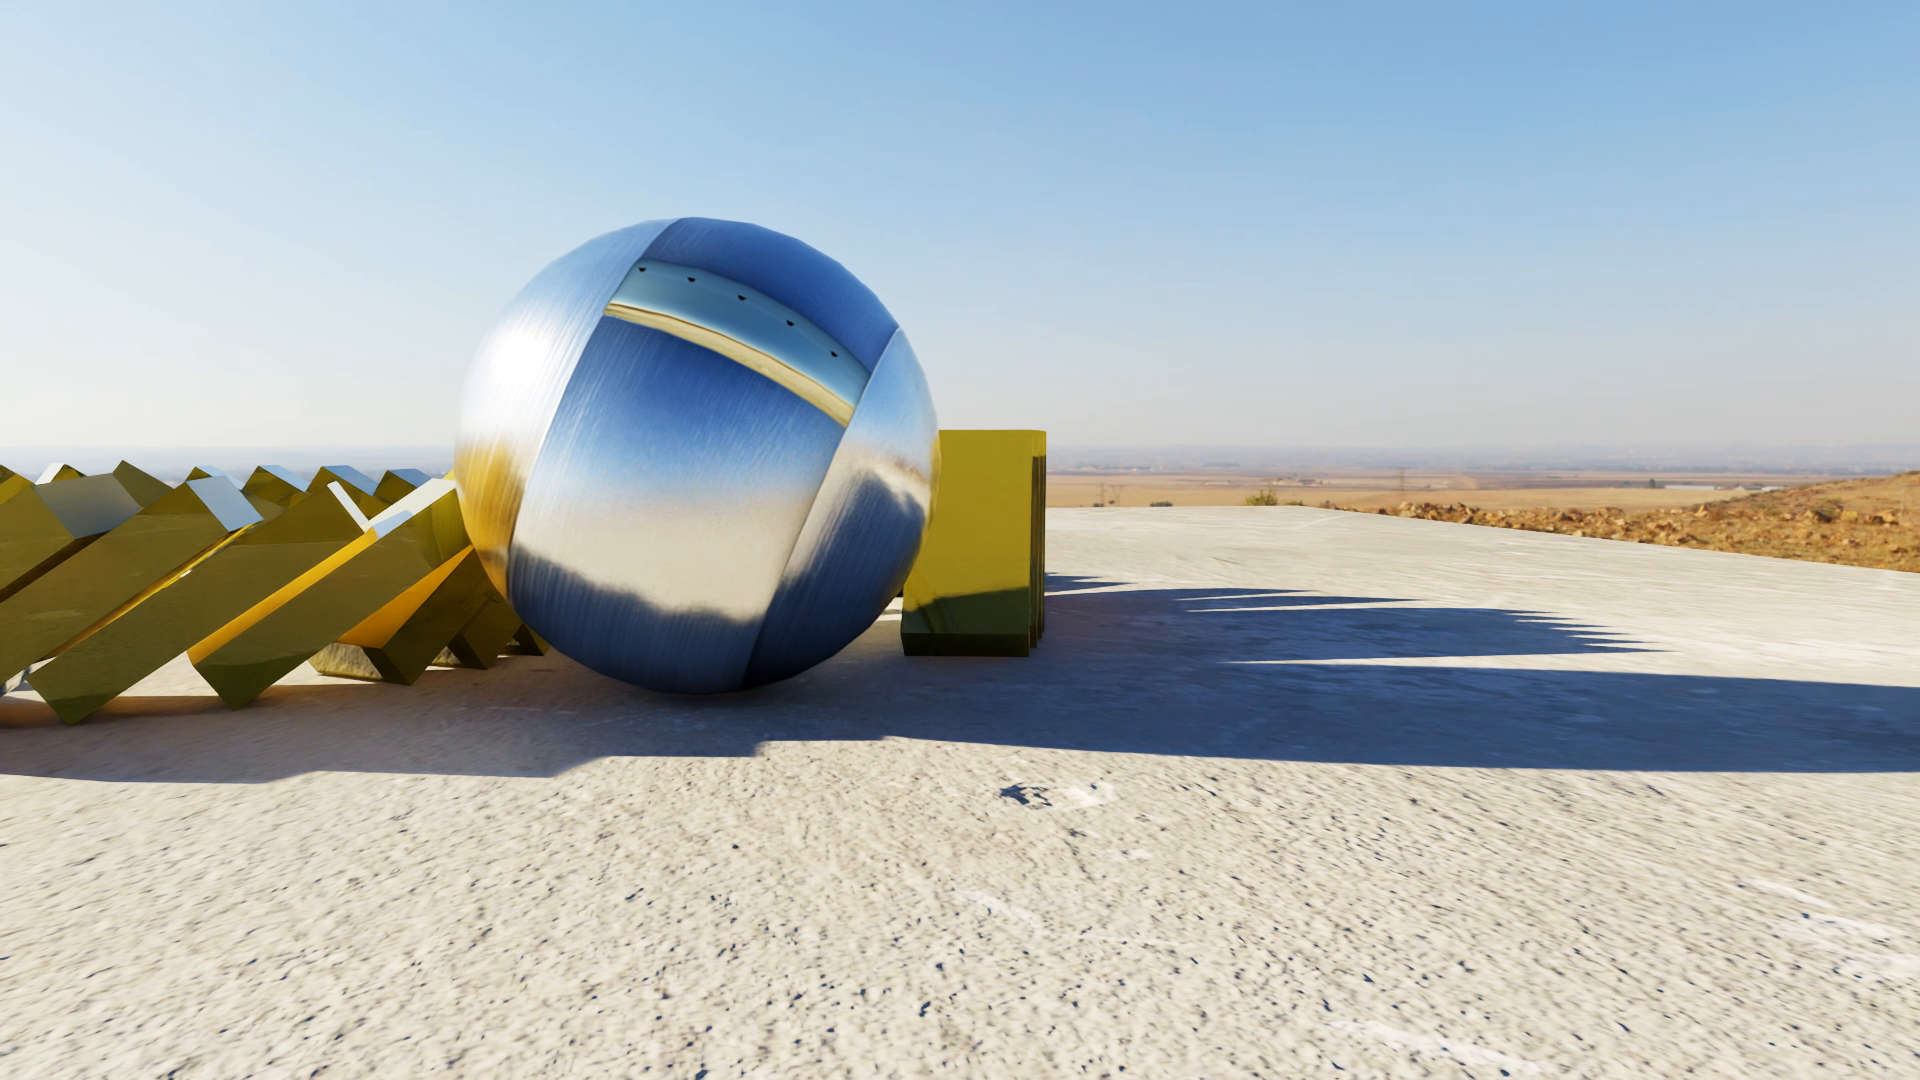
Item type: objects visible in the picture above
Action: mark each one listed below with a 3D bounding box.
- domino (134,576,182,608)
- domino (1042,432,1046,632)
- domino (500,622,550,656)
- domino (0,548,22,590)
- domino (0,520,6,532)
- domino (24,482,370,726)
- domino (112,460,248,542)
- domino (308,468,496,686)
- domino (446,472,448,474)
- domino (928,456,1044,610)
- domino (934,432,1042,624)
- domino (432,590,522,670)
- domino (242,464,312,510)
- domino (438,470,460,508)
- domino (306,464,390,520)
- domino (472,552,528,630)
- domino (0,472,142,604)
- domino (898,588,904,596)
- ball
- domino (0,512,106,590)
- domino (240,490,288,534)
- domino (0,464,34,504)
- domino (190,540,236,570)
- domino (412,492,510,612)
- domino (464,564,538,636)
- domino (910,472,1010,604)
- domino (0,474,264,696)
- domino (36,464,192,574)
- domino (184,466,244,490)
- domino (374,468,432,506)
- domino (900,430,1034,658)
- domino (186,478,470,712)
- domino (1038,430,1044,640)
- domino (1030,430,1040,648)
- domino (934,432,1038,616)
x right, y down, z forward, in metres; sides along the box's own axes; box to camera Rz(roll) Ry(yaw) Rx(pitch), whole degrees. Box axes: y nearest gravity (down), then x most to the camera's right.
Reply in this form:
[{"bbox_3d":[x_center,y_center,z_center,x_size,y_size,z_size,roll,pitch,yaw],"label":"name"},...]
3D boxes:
[{"bbox_3d":[-0.199,0.015,0.298,0.050,0.010,0.025,-4,6,-42],"label":"domino"},{"bbox_3d":[0.008,-0.003,0.302,0.025,0.050,0.010,0,-33,4],"label":"domino"},{"bbox_3d":[-0.090,0.003,0.275,0.025,0.010,0.050,1,43,18],"label":"domino"},{"bbox_3d":[-0.285,-0.002,0.344,0.025,0.009,0.050,-4,-31,25],"label":"domino"},{"bbox_3d":[-0.171,0.010,0.189,0.050,0.009,0.025,-33,5,8],"label":"domino"},{"bbox_3d":[-0.122,0.009,0.210,0.050,0.009,0.025,-37,17,-16],"label":"domino"},{"bbox_3d":[-0.244,-0.007,0.406,0.050,0.009,0.025,38,-20,-29],"label":"domino"},{"bbox_3d":[-0.100,0.005,0.245,0.025,0.010,0.050,3,43,27],"label":"domino"},{"bbox_3d":[-0.118,0.000,0.333,0.025,0.009,0.050,0,34,-27],"label":"domino"},{"bbox_3d":[0.008,-0.003,0.345,0.025,0.009,0.050,6,41,5],"label":"domino"},{"bbox_3d":[0.007,-0.004,0.314,0.025,0.050,0.010,0,-33,2],"label":"domino"},{"bbox_3d":[-0.094,0.004,0.260,0.025,0.009,0.050,3,43,23],"label":"domino"},{"bbox_3d":[-0.210,-0.007,0.428,0.050,0.009,0.025,33,-5,-14],"label":"domino"},{"bbox_3d":[-0.150,-0.007,0.441,0.050,0.009,0.025,31,7,3],"label":"domino"},{"bbox_3d":[-0.191,-0.008,0.434,0.050,0.010,0.025,33,0,-8],"label":"domino"},{"bbox_3d":[-0.105,0.002,0.315,0.025,0.010,0.050,-1,35,-19],"label":"domino"},{"bbox_3d":[-0.153,0.009,0.195,0.050,0.009,0.025,-36,12,-4],"label":"domino"},{"bbox_3d":[-0.025,-0.001,0.379,0.025,0.009,0.050,-4,31,-43],"label":"domino"},{"bbox_3d":[-0.043,-0.014,0.218,0.080,0.080,0.080,0,4,0],"label":"ball"},{"bbox_3d":[-0.275,-0.002,0.365,0.025,0.009,0.050,3,-27,39],"label":"domino"},{"bbox_3d":[-0.168,0.001,0.335,0.050,0.010,0.025,22,-11,-1],"label":"domino"},{"bbox_3d":[-0.265,-0.004,0.379,0.025,0.010,0.050,2,-31,40],"label":"domino"},{"bbox_3d":[-0.187,0.004,0.323,0.050,0.009,0.025,18,-10,-18],"label":"domino"},{"bbox_3d":[-0.132,0.002,0.348,0.025,0.010,0.050,-3,28,-30],"label":"domino"},{"bbox_3d":[-0.094,0.001,0.297,0.025,0.010,0.050,2,41,-3],"label":"domino"},{"bbox_3d":[-0.003,-0.002,0.362,0.025,0.009,0.050,-1,36,-9],"label":"domino"},{"bbox_3d":[-0.137,0.009,0.202,0.050,0.010,0.025,-38,15,-11],"label":"domino"},{"bbox_3d":[-0.254,-0.005,0.394,0.025,0.010,0.050,4,-30,47],"label":"domino"},{"bbox_3d":[-0.226,-0.007,0.420,0.050,0.010,0.025,34,-7,-19],"label":"domino"},{"bbox_3d":[-0.171,-0.007,0.438,0.050,0.009,0.025,31,2,-4],"label":"domino"},{"bbox_3d":[0.002,0.000,0.267,0.025,0.050,0.009,0,-33,4],"label":"domino"},{"bbox_3d":[-0.108,0.008,0.223,0.050,0.010,0.025,-41,24,-25],"label":"domino"},{"bbox_3d":[0.006,-0.002,0.290,0.025,0.050,0.010,0,-33,4],"label":"domino"},{"bbox_3d":[0.004,-0.001,0.278,0.025,0.050,0.010,0,-33,4],"label":"domino"},{"bbox_3d":[0.007,-0.005,0.326,0.025,0.050,0.010,0,-33,2],"label":"domino"}]
